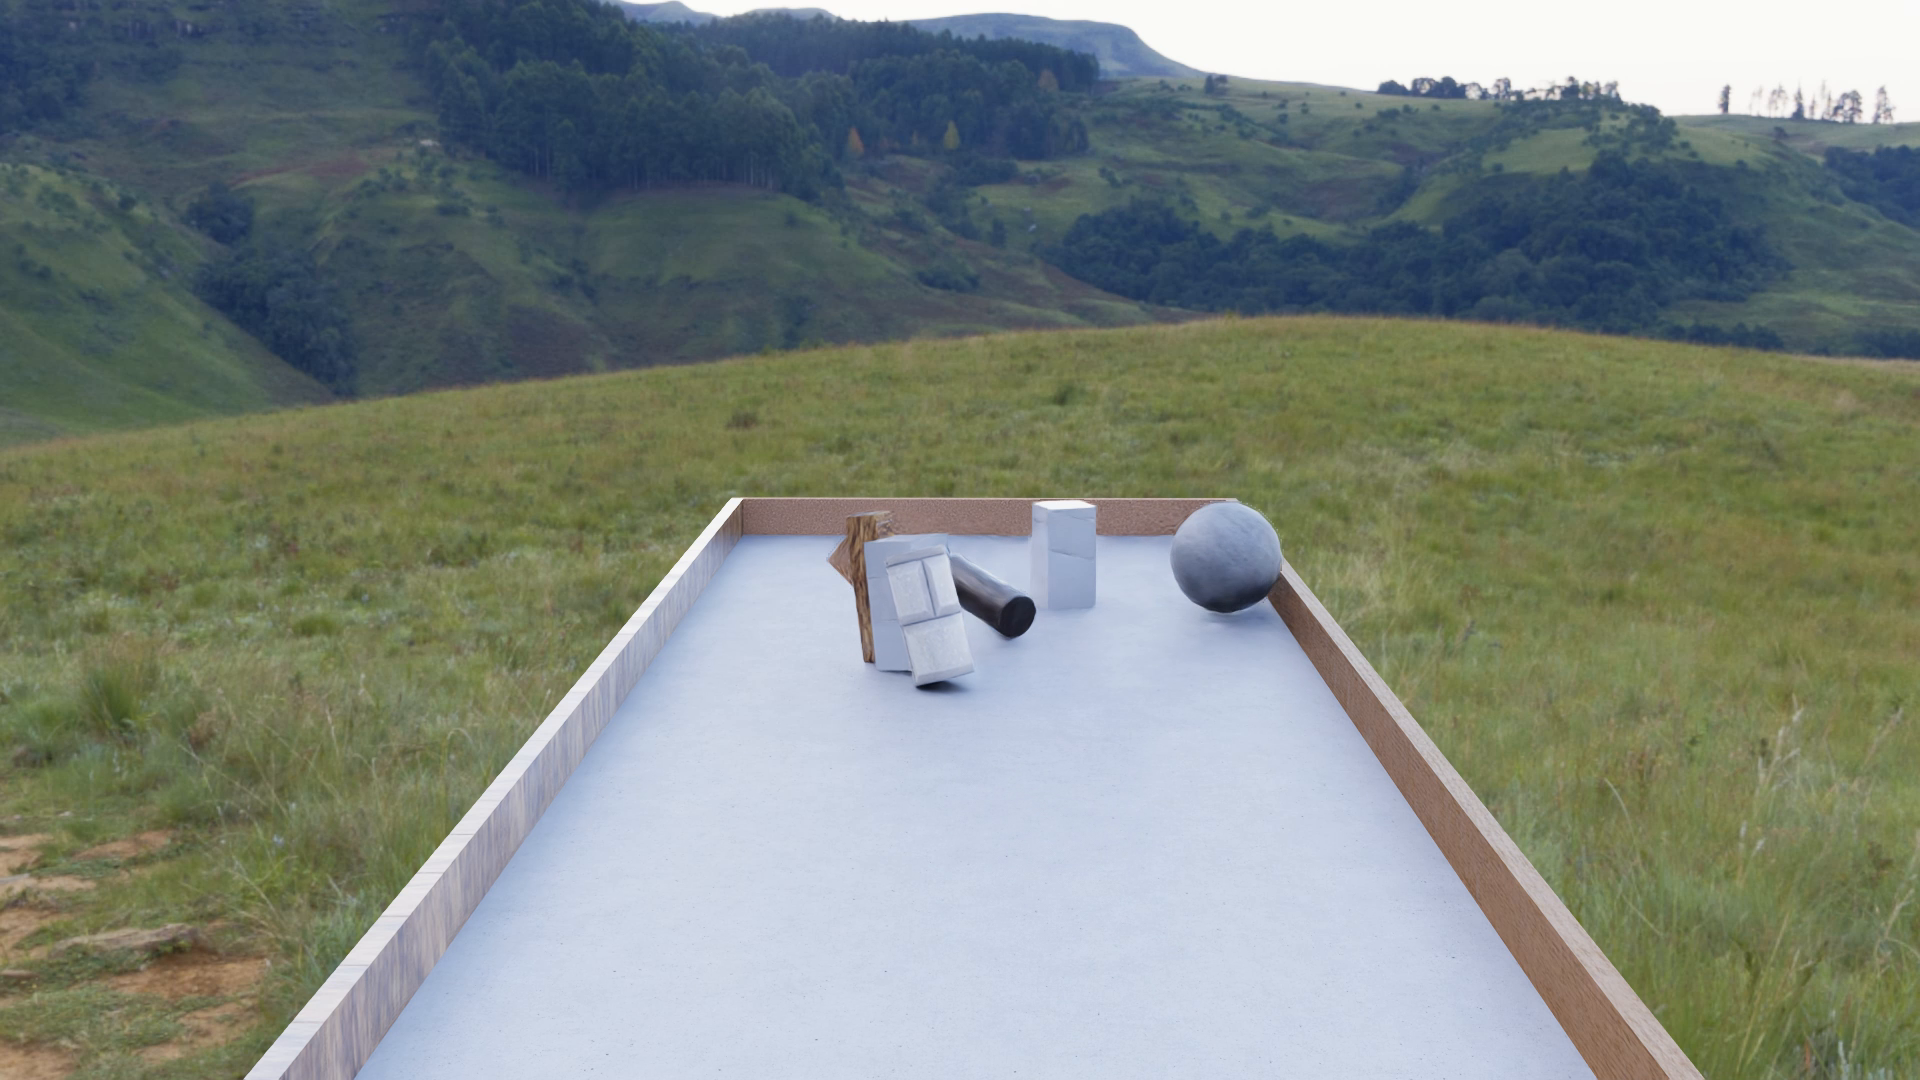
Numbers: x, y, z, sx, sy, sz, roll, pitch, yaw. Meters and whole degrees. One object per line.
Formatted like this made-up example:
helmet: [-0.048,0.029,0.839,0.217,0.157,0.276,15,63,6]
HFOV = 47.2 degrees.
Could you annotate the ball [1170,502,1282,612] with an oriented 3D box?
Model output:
ball: [0.895,0.058,7.405,0.373,0.373,0.373,0,9,0]

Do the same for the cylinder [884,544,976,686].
cylinder: [-0.087,0.216,6.324,0.179,0.377,0.179,-14,-2,-1]

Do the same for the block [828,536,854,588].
block: [-0.229,0.160,6.900,0.400,0.107,0.107,45,18,17]

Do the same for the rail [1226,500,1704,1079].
rail: [1.046,0.843,3.208,0.050,0.150,12.000,0,9,1]

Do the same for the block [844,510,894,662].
block: [-0.251,0.140,6.674,0.103,0.444,0.103,-5,6,25]

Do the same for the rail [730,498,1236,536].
rail: [0.099,-0.098,9.147,2.100,0.150,0.050,0,9,1]

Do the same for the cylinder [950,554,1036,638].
cylinder: [0.078,0.181,7.146,0.145,0.145,0.367,-7,25,-36]

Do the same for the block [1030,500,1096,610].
block: [0.357,0.050,7.586,0.175,0.347,0.175,-3,9,-18]

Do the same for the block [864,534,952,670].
block: [-0.143,0.184,6.561,0.179,0.384,0.179,-2,6,37]

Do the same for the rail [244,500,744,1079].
rail: [-1.004,0.839,3.234,0.050,0.150,12.000,0,9,1]
